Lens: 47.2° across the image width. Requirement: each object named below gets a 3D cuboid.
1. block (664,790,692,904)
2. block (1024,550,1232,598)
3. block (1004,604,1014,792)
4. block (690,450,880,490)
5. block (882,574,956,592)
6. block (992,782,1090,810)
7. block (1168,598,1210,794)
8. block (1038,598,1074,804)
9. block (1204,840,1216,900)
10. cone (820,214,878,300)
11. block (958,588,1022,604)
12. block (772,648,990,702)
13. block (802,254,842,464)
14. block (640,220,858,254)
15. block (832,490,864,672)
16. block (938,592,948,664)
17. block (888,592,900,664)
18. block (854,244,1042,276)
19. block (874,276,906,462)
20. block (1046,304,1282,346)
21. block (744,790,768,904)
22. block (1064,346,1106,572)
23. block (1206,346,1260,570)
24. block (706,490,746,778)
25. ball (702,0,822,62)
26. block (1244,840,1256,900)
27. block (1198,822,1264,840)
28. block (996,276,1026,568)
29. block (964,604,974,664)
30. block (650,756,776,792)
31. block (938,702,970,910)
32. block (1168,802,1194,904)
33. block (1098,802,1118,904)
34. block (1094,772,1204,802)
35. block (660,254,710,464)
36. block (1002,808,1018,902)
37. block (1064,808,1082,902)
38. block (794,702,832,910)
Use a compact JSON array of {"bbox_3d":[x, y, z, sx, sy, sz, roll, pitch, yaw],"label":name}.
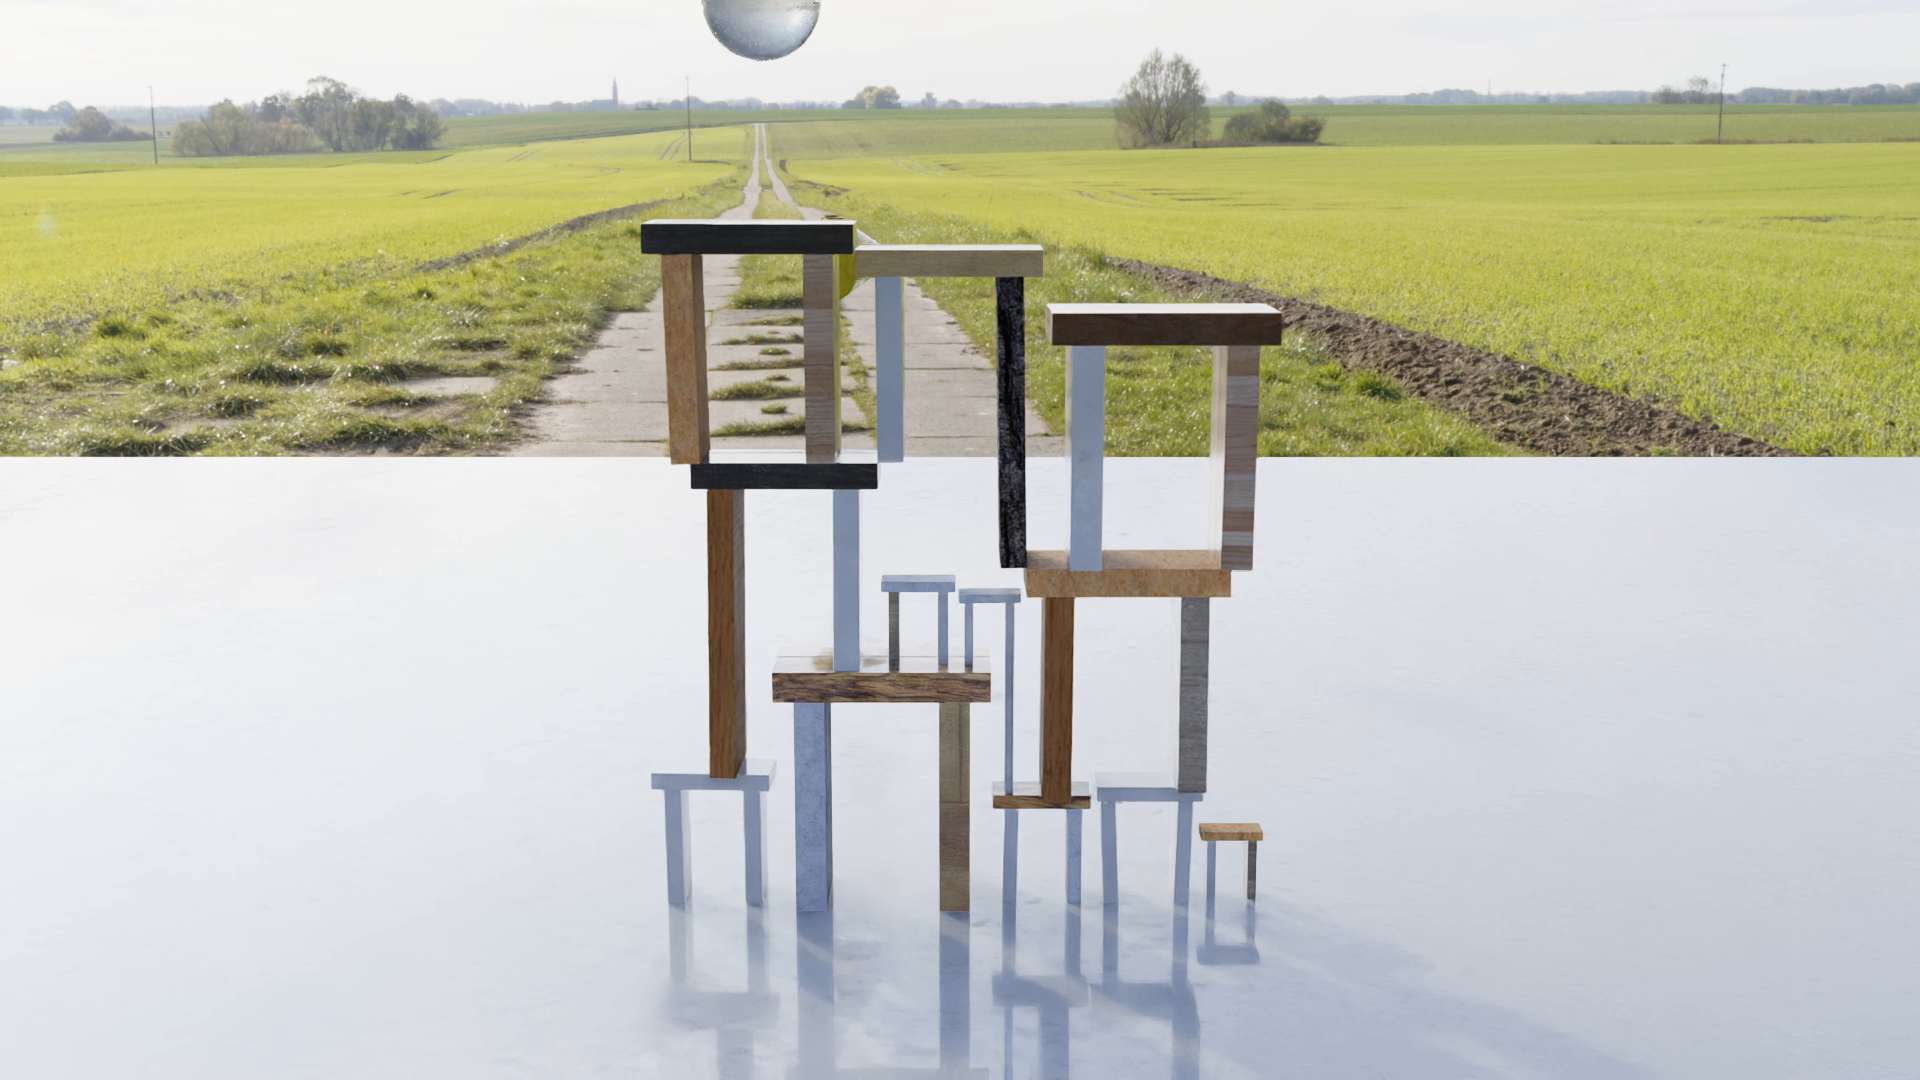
[{"bbox_3d":[-0.468,0.494,3.653,0.027,0.194,0.097,-1,11,1],"label":"block"},{"bbox_3d":[0.267,0.054,3.567,0.324,0.046,0.162,0,11,-1],"label":"block"},{"bbox_3d":[0.080,0.254,3.605,0.014,0.318,0.050,0,11,0],"label":"block"},{"bbox_3d":[-0.277,-0.114,3.538,0.295,0.042,0.148,0,11,0],"label":"block"},{"bbox_3d":[-0.067,0.070,3.576,0.120,0.017,0.060,0,11,0],"label":"block"},{"bbox_3d":[0.134,0.421,3.636,0.160,0.023,0.080,0,11,0],"label":"block"},{"bbox_3d":[0.375,0.235,3.602,0.046,0.324,0.162,0,11,0],"label":"block"},{"bbox_3d":[0.158,0.244,3.601,0.046,0.339,0.162,0,11,0],"label":"block"},{"bbox_3d":[0.415,0.541,3.659,0.014,0.101,0.050,0,11,0],"label":"block"},{"bbox_3d":[-0.236,-0.706,5.500,0.213,0.213,0.213,-7,13,-41],"label":"cone"},{"bbox_3d":[0.048,0.091,3.576,0.101,0.014,0.050,0,11,-1],"label":"block"},{"bbox_3d":[-0.126,0.220,3.605,0.350,0.050,0.175,0,11,0],"label":"block"},{"bbox_3d":[-0.219,-0.295,3.502,0.046,0.327,0.163,0,11,1],"label":"block"},{"bbox_3d":[-0.328,-0.478,3.466,0.327,0.046,0.163,0,11,-1],"label":"block"},{"bbox_3d":[-0.181,0.052,3.567,0.042,0.295,0.148,0,11,0],"label":"block"},{"bbox_3d":[-0.027,0.138,3.588,0.017,0.120,0.060,0,11,0],"label":"block"},{"bbox_3d":[-0.107,0.138,3.588,0.017,0.120,0.060,0,11,0],"label":"block"},{"bbox_3d":[-0.016,-0.442,3.478,0.292,0.041,0.146,0,11,1],"label":"block"},{"bbox_3d":[-0.110,-0.279,3.512,0.041,0.292,0.146,0,11,0],"label":"block"},{"bbox_3d":[0.319,-0.343,3.488,0.355,0.050,0.178,0,11,-1],"label":"block"},{"bbox_3d":[-0.339,0.495,3.650,0.027,0.194,0.097,0,11,1],"label":"block"},{"bbox_3d":[0.198,-0.142,3.523,0.050,0.356,0.178,0,11,0],"label":"block"},{"bbox_3d":[0.437,-0.143,3.525,0.050,0.355,0.178,0,11,-1],"label":"block"},{"bbox_3d":[-0.380,0.139,3.586,0.042,0.474,0.148,1,11,1],"label":"block"},{"bbox_3d":[-0.477,-1.296,5.278,0.287,0.287,0.287,0,11,0],"label":"ball"},{"bbox_3d":[0.482,0.541,3.659,0.014,0.101,0.050,0,11,0],"label":"block"},{"bbox_3d":[0.449,0.484,3.648,0.101,0.014,0.050,0,11,0],"label":"block"},{"bbox_3d":[0.081,-0.195,3.520,0.041,0.460,0.146,-1,11,0],"label":"block"},{"bbox_3d":[0.014,0.147,3.587,0.014,0.101,0.050,0,11,0],"label":"block"},{"bbox_3d":[-0.405,0.386,3.632,0.193,0.027,0.097,1,11,3],"label":"block"},{"bbox_3d":[-0.009,0.417,3.642,0.050,0.350,0.175,0,11,0],"label":"block"},{"bbox_3d":[0.366,0.505,3.650,0.025,0.174,0.087,1,11,0],"label":"block"},{"bbox_3d":[0.245,0.505,3.650,0.025,0.174,0.087,-2,11,0],"label":"block"},{"bbox_3d":[0.311,0.407,3.631,0.174,0.025,0.087,0,11,0],"label":"block"},{"bbox_3d":[-0.435,-0.294,3.496,0.046,0.327,0.163,-1,11,0],"label":"block"},{"bbox_3d":[0.083,0.511,3.653,0.023,0.160,0.080,1,11,-1],"label":"block"},{"bbox_3d":[0.188,0.511,3.653,0.023,0.160,0.080,0,11,0],"label":"block"},{"bbox_3d":[-0.242,0.417,3.642,0.050,0.350,0.175,0,11,0],"label":"block"}]
